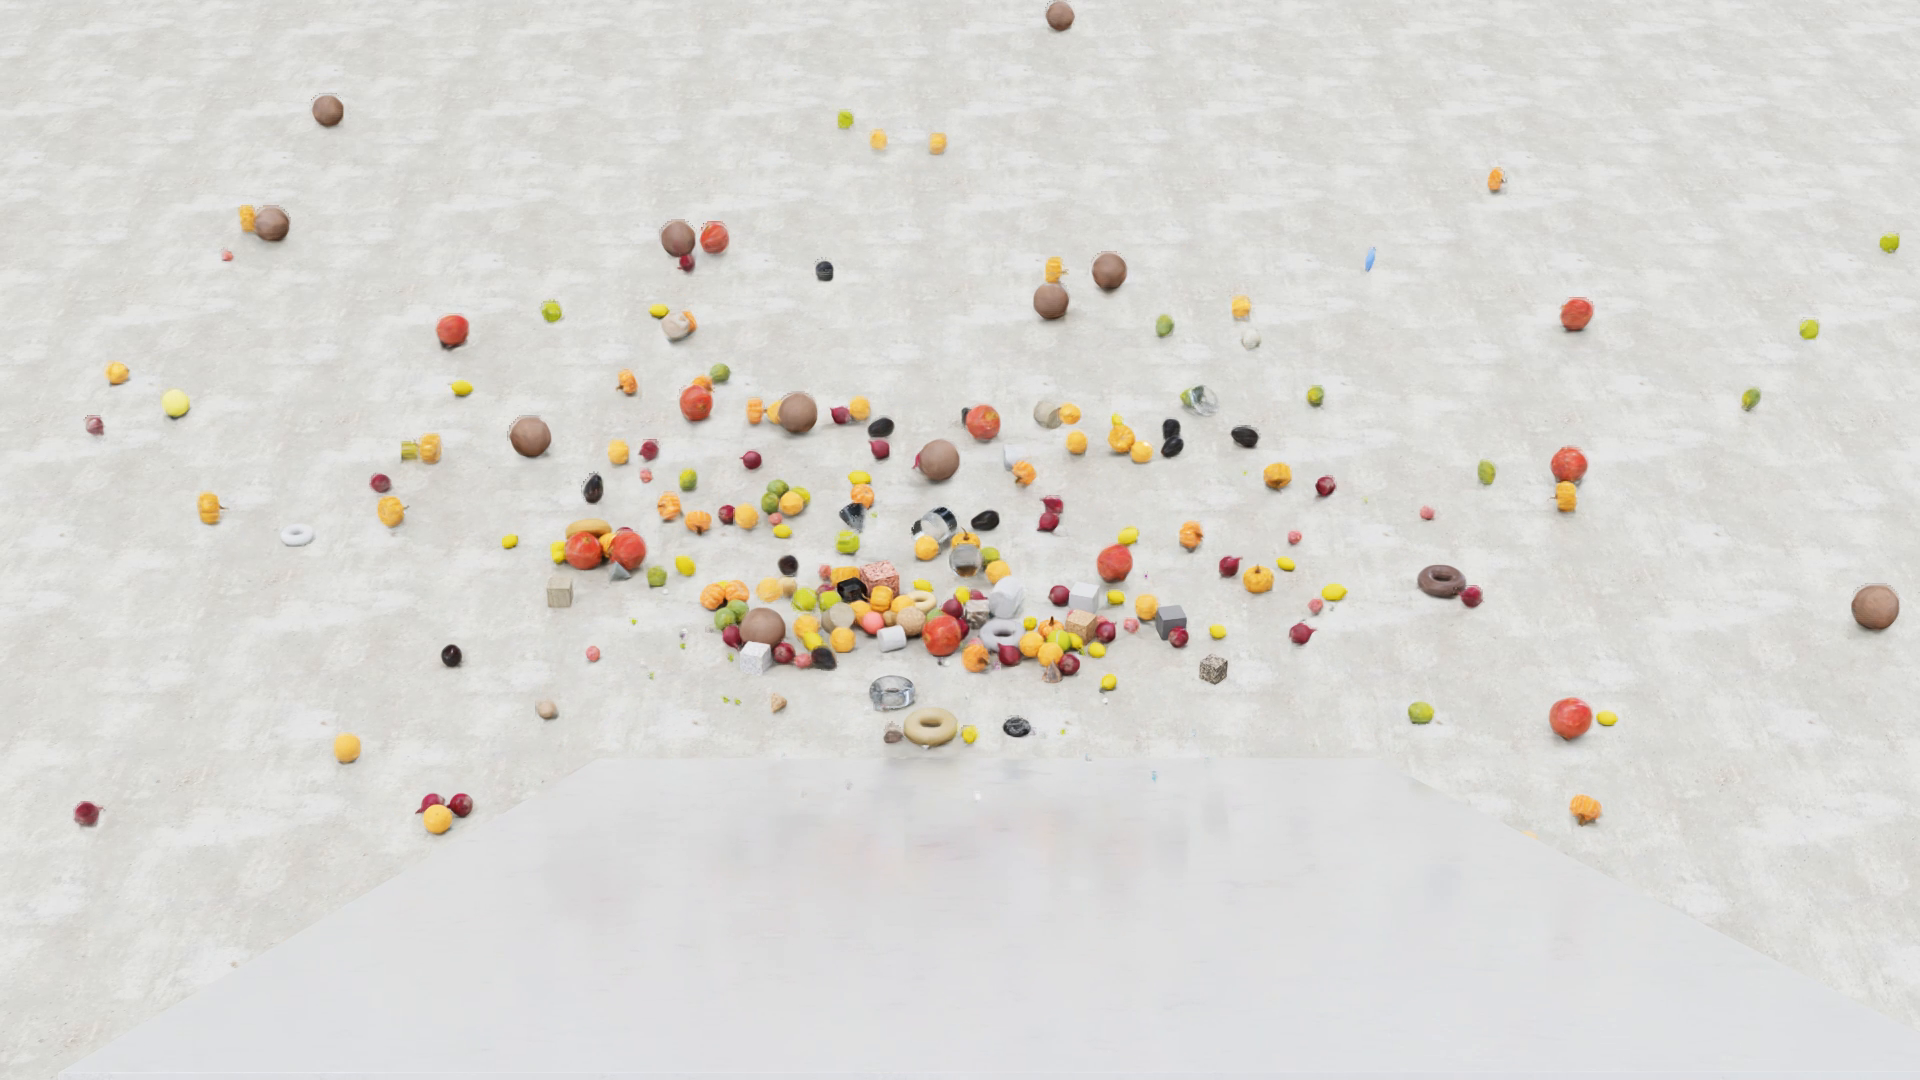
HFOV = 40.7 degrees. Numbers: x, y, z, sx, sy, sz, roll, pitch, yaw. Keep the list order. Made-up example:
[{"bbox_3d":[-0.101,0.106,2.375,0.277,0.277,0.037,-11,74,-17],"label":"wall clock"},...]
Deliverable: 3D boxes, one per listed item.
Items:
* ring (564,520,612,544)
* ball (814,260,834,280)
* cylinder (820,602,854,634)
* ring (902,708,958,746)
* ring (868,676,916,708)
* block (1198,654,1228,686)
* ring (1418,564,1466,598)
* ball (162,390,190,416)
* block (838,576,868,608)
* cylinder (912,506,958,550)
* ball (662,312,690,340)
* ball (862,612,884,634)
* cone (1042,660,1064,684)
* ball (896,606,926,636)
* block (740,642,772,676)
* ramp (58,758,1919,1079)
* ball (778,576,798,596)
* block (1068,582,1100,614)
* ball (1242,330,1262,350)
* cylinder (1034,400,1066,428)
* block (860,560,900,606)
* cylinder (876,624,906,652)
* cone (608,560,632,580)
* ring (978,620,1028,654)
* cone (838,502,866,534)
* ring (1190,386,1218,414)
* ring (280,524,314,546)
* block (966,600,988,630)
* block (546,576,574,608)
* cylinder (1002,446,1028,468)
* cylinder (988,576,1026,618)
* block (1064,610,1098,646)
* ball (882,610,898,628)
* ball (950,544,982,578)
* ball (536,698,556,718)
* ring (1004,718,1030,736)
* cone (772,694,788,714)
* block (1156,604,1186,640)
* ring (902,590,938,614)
[{"bbox_3d":[-1.109,-0.024,7.723,0.142,0.142,0.047,-6,72,-9],"label":"ring"},{"bbox_3d":[-0.491,-0.978,9.384,0.072,0.072,0.072,0,31,0],"label":"ball"},{"bbox_3d":[-0.346,0.222,7.315,0.075,0.075,0.075,-18,-8,-27],"label":"cylinder"},{"bbox_3d":[-0.079,0.498,6.902,0.149,0.050,0.149,-1,31,1],"label":"ring"},{"bbox_3d":[-0.185,0.413,7.052,0.129,0.043,0.129,0,32,0],"label":"ring"},{"bbox_3d":[0.699,0.356,7.137,0.055,0.055,0.055,24,38,34],"label":"block"},{"bbox_3d":[1.404,0.120,7.546,0.143,0.048,0.143,0,31,0],"label":"ring"},{"bbox_3d":[-2.566,-0.448,8.468,0.088,0.088,0.088,0,31,0],"label":"ball"},{"bbox_3d":[-0.311,0.154,7.474,0.061,0.061,0.061,-19,35,-29],"label":"block"},{"bbox_3d":[-0.076,-0.037,7.761,0.098,0.098,0.098,18,35,28],"label":"cylinder"},{"bbox_3d":[-0.983,-0.740,8.939,0.097,0.097,0.097,0,31,0],"label":"ball"},{"bbox_3d":[-0.247,0.235,7.330,0.066,0.066,0.066,0,31,0],"label":"ball"},{"bbox_3d":[0.256,0.355,7.134,0.060,0.060,0.060,0,31,0],"label":"cone"},{"bbox_3d":[-0.139,0.230,7.321,0.086,0.086,0.086,0,31,0],"label":"ball"},{"bbox_3d":[-0.567,0.330,7.171,0.065,0.065,0.065,9,32,15],"label":"block"},{"bbox_3d":[0.068,0.606,4.671,2.000,0.100,4.000,0,0,0],"label":"ramp"},{"bbox_3d":[-0.501,0.136,7.508,0.058,0.058,0.058,0,31,0],"label":"ball"},{"bbox_3d":[0.357,0.173,7.433,0.070,0.070,0.070,10,32,16],"label":"block"},{"bbox_3d":[1.001,-0.689,8.896,0.070,0.070,0.070,0,31,0],"label":"ball"},{"bbox_3d":[0.289,-0.409,8.416,0.074,0.074,0.074,-23,37,-33],"label":"cylinder"},{"bbox_3d":[-0.232,0.125,7.495,0.088,0.088,0.088,-12,33,-20],"label":"block"},{"bbox_3d":[-0.193,0.276,7.265,0.063,0.063,0.063,-13,33,-20],"label":"cylinder"},{"bbox_3d":[-0.989,0.101,7.596,0.063,0.063,0.063,21,26,-17],"label":"cone"},{"bbox_3d":[0.121,0.272,7.289,0.141,0.047,0.141,0,32,0],"label":"ring"},{"bbox_3d":[-0.313,-0.051,7.841,0.090,0.090,0.090,-10,59,-17],"label":"cone"},{"bbox_3d":[0.803,-0.458,8.495,0.107,0.036,0.107,19,52,-26],"label":"ring"},{"bbox_3d":[-1.994,-0.016,7.790,0.100,0.033,0.100,0,32,0],"label":"ring"},{"bbox_3d":[0.048,0.213,7.373,0.061,0.061,0.061,-2,31,-3],"label":"block"},{"bbox_3d":[-1.155,0.151,7.476,0.064,0.064,0.064,0,31,1],"label":"block"},{"bbox_3d":[0.174,-0.260,8.169,0.068,0.068,0.068,-2,30,-7],"label":"cylinder"},{"bbox_3d":[0.132,0.164,7.430,0.088,0.088,0.088,10,32,17],"label":"cylinder"},{"bbox_3d":[0.342,0.248,7.309,0.067,0.067,0.067,17,34,26],"label":"block"},{"bbox_3d":[-0.199,0.226,7.361,0.050,0.050,0.050,0,31,0],"label":"ball"},{"bbox_3d":[0.018,0.063,7.591,0.099,0.099,0.099,0,31,0],"label":"ball"},{"bbox_3d":[-1.113,0.454,6.971,0.054,0.054,0.054,0,31,0],"label":"ball"},{"bbox_3d":[0.152,0.500,6.922,0.075,0.025,0.075,1,30,-1],"label":"ring"},{"bbox_3d":[-0.499,0.452,7.001,0.051,0.051,0.051,14,56,23],"label":"cone"},{"bbox_3d":[0.598,0.234,7.329,0.070,0.070,0.070,-6,31,-10],"label":"block"},{"bbox_3d":[-0.116,0.179,7.459,0.101,0.034,0.101,-1,30,0],"label":"ring"}]
